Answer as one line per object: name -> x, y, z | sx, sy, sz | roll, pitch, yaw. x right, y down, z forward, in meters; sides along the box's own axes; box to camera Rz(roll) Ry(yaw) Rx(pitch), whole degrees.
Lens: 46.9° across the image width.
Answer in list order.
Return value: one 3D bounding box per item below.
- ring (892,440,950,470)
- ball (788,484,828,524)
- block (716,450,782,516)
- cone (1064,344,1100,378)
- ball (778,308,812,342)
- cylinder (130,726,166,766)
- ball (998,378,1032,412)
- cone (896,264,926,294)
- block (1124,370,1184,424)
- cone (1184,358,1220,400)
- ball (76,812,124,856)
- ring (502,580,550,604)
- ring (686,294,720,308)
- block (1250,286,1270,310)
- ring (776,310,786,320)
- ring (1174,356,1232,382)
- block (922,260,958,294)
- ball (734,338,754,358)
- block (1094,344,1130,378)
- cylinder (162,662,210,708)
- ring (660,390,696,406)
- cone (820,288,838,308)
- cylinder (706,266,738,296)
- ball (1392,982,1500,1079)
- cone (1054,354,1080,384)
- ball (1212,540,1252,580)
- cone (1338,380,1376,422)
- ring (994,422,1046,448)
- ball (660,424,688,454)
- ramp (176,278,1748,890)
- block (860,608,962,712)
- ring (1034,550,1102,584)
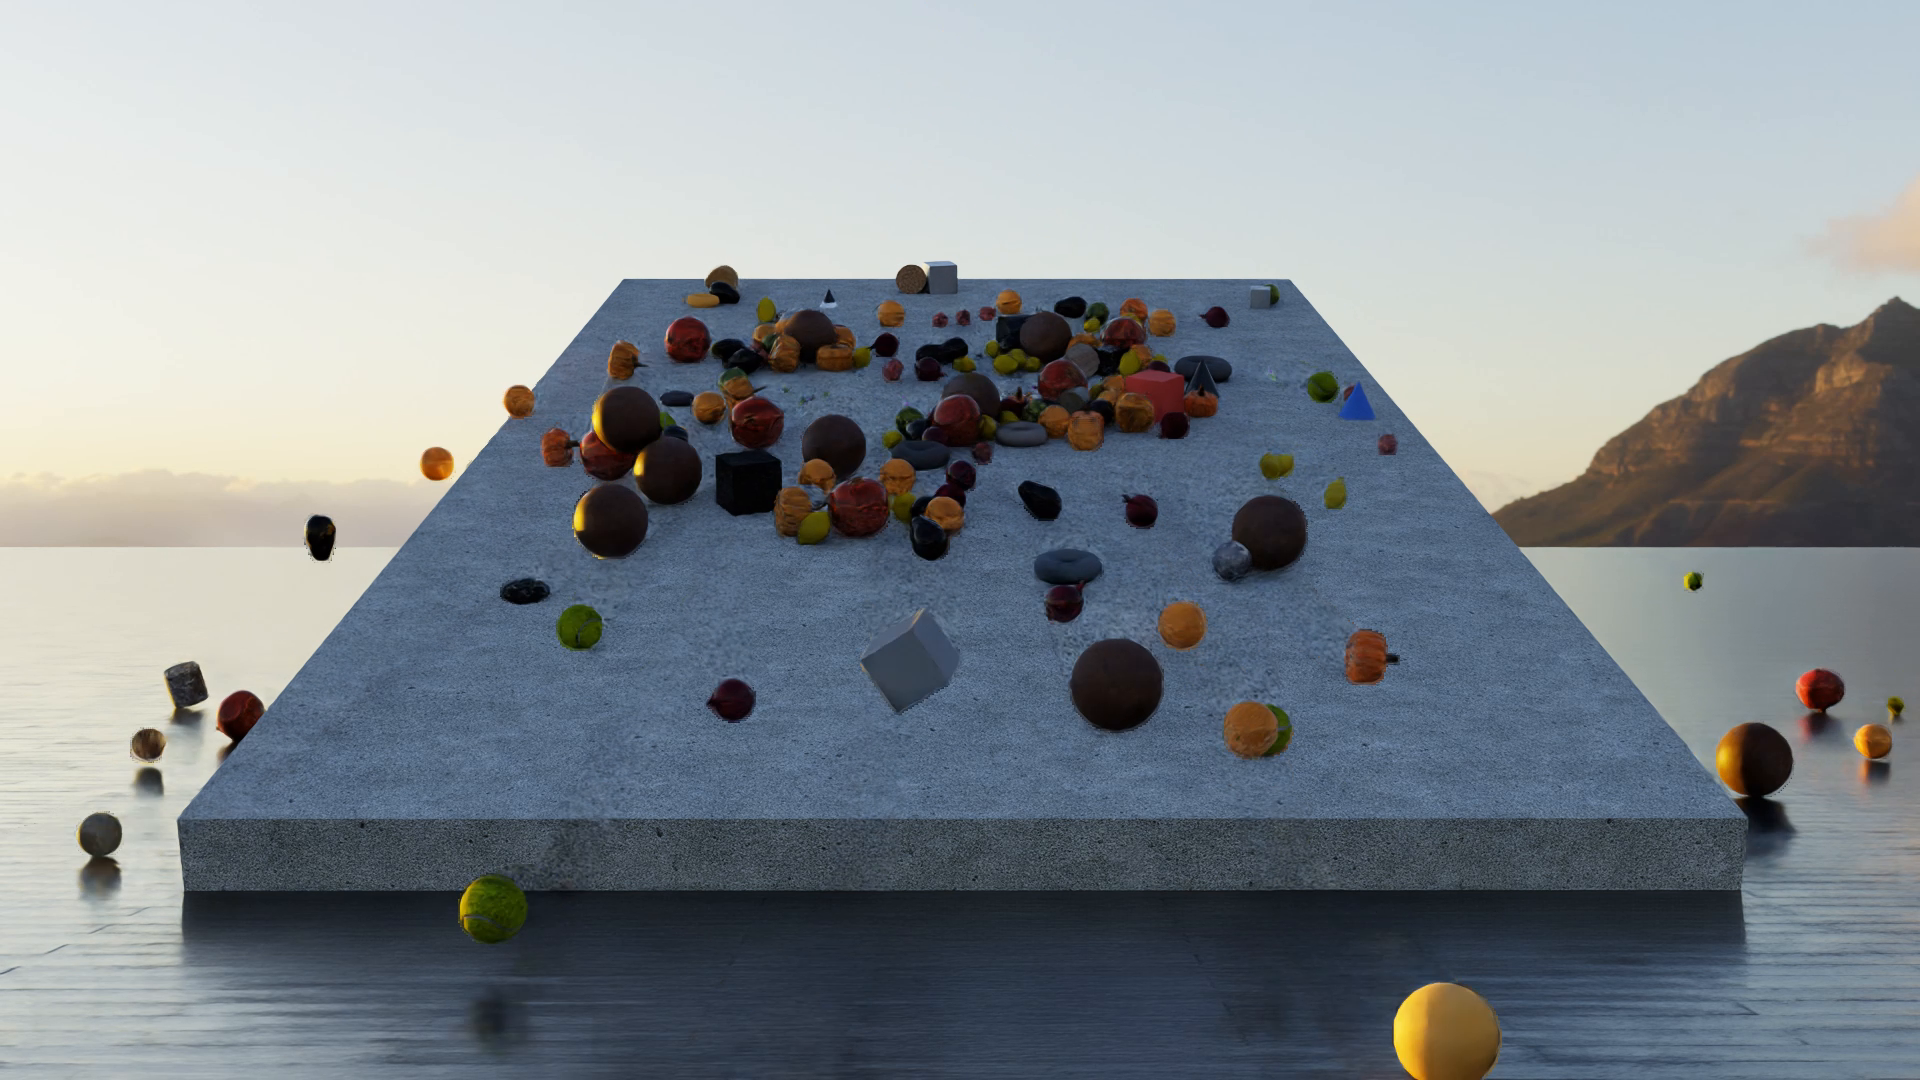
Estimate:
ring -> -0.080, -0.174, 4.525 | 0.122, 0.041, 0.122 | 1, 18, 0
ball -> -0.282, -0.068, 4.109 | 0.073, 0.073, 0.073 | 0, 0, 0
block -> -0.402, -0.109, 4.208 | 0.097, 0.097, 0.097 | -8, 18, -24
cone -> 0.285, -0.423, 5.369 | 0.087, 0.087, 0.087 | 0, -10, -10
ball -> -0.427, -0.556, 5.731 | 0.086, 0.086, 0.086 | 0, 0, 0
cylinder -> -1.620, 0.410, 4.418 | 0.063, 0.063, 0.063 | 0, -21, -28
ball -> 0.122, -0.326, 4.973 | 0.075, 0.075, 0.075 | 0, 0, 0
cone -> -0.137, -0.747, 6.454 | 0.089, 0.089, 0.089 | 0, -10, 6
block -> 0.432, -0.319, 4.922 | 0.094, 0.094, 0.094 | 12, 20, 35
cone -> 0.560, -0.378, 5.129 | 0.089, 0.089, 0.089 | 0, 17, 0
ball -> -1.225, 0.420, 3.155 | 0.062, 0.062, 0.062 | 0, 0, 0
ring -> -0.720, 0.086, 3.675 | 0.079, 0.026, 0.079 | 0, 15, 0
ring -> -0.721, -0.672, 6.216 | 0.092, 0.031, 0.092 | 4, 16, -1
block -> 0.841, -0.679, 6.202 | 0.055, 0.055, 0.055 | 3, 17, 9
ring -> -0.464, -0.608, 6.010 | 0.075, 0.025, 0.075 | -3, 19, 1
ring -> 0.583, -0.410, 5.314 | 0.137, 0.046, 0.137 | 1, 17, 0
block -> -0.058, -0.761, 6.428 | 0.083, 0.083, 0.083 | -5, 17, -15
ball -> -0.539, -0.480, 5.535 | 0.050, 0.050, 0.050 | 0, 0, 0
block -> 0.364, -0.431, 5.353 | 0.063, 0.063, 0.063 | -14, 21, -38
cylinder -> -2.088, 0.390, 5.975 | 0.095, 0.095, 0.095 | -11, 18, 4
ring -> -0.643, -0.321, 5.046 | 0.078, 0.026, 0.078 | 1, 16, 0
cone -> -0.367, -0.680, 6.210 | 0.050, 0.050, 0.050 | 0, 17, 0
cylinder -> -0.684, -0.747, 6.383 | 0.079, 0.079, 0.079 | 0, 16, 6
ball -> 0.399, 0.407, 1.819 | 0.086, 0.086, 0.086 | 0, 0, 0
cone -> 0.254, -0.413, 5.286 | 0.065, 0.065, 0.065 | 0, 17, 0
ball -> 0.464, 0.035, 3.777 | 0.067, 0.067, 0.067 | 0, 0, 0
cone -> 0.884, -0.314, 4.924 | 0.083, 0.083, 0.083 | 0, 17, 0
ring -> 0.129, -0.224, 4.700 | 0.112, 0.037, 0.112 | 0, 18, 0
ball -> -0.595, -0.210, 4.611 | 0.060, 0.060, 0.060 | 0, 0, 0
ramp -> -0.002, -0.167, 4.749 | 2.000, 0.100, 4.000 | 0, 17, 0
block -> -0.068, 0.167, 3.092 | 0.090, 0.090, 0.090 | -32, 9, 20
ring -> 0.184, 0.046, 3.789 | 0.118, 0.039, 0.118 | -1, 16, 0
